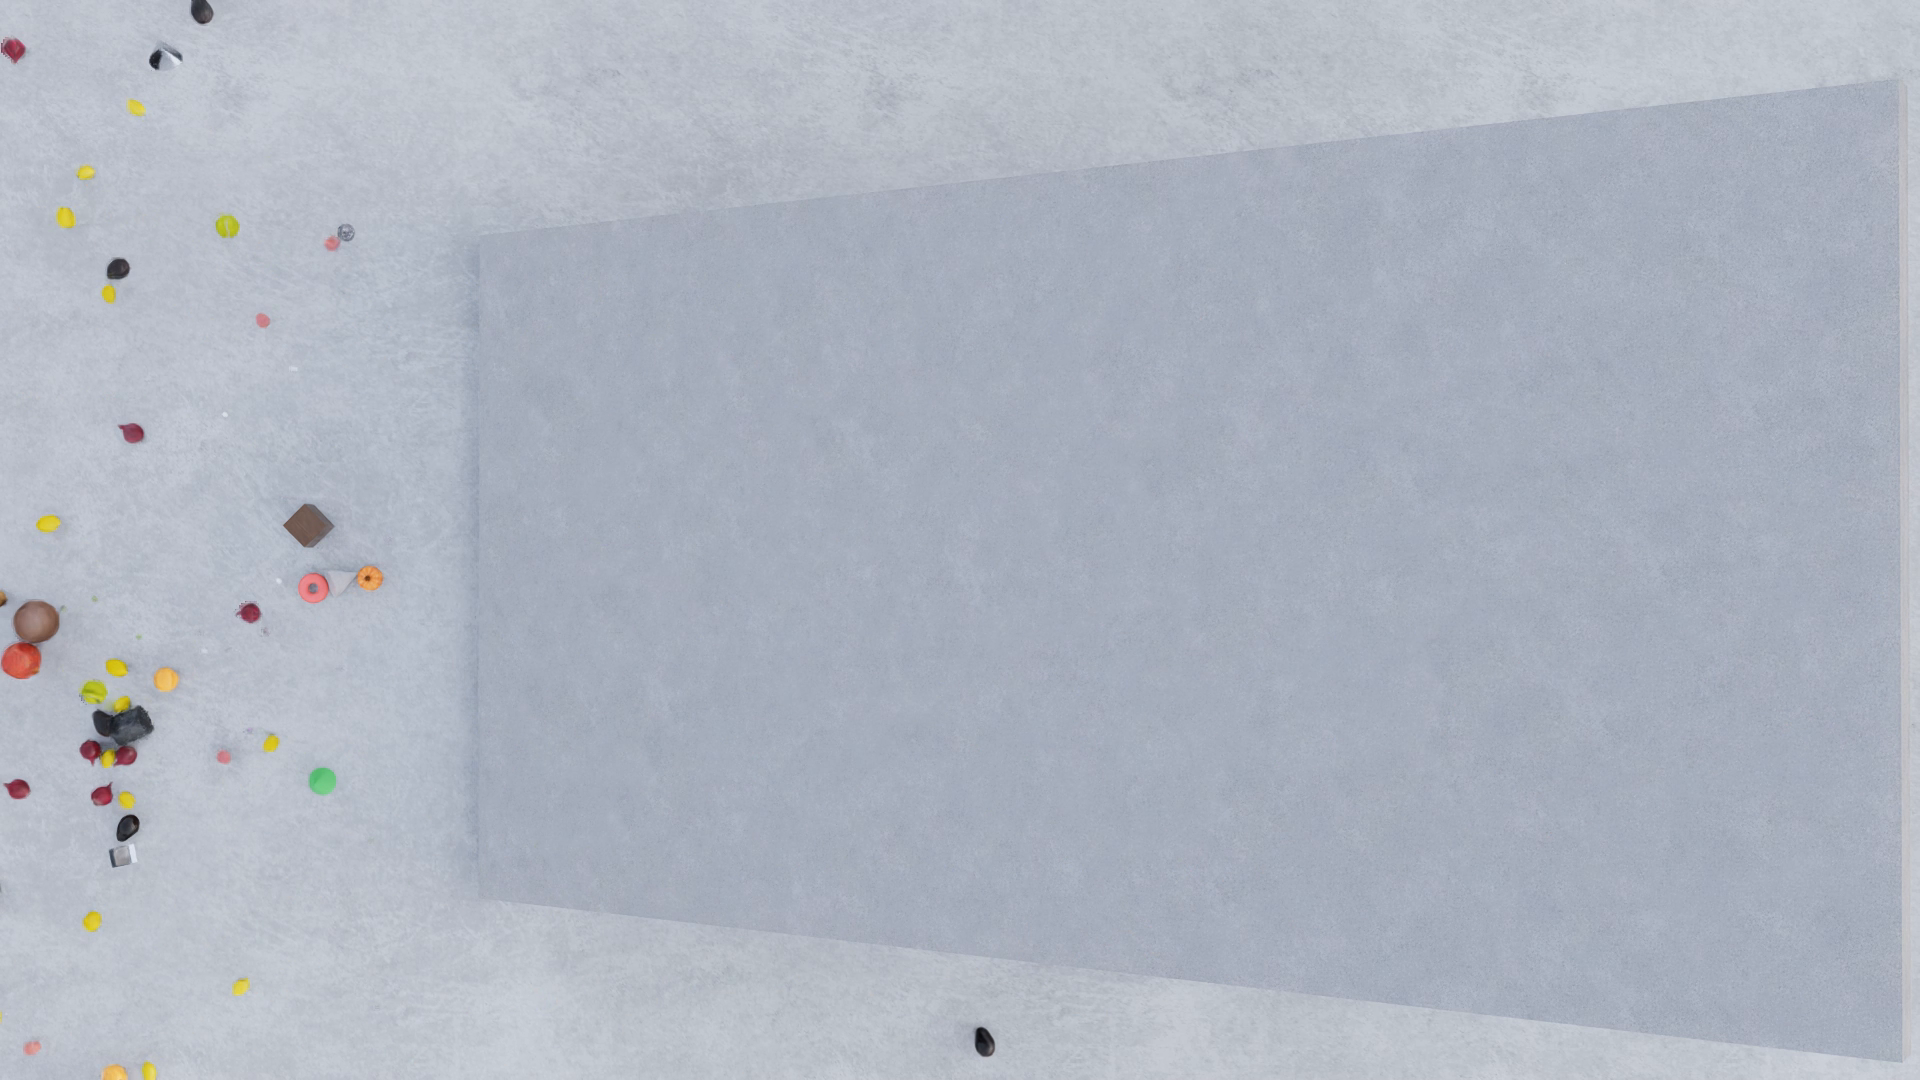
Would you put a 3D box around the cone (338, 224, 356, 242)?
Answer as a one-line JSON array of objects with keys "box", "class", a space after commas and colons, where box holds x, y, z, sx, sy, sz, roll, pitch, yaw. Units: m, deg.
[{"box": [-1.878, -0.941, 6.700, 0.055, 0.055, 0.055, 0, 90, 0], "class": "cone"}]

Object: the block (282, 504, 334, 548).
[{"box": [-1.976, -0.043, 6.673, 0.093, 0.093, 0.093, -44, 90, 0], "class": "block"}]

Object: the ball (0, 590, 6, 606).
[{"box": [-2.931, 0.178, 6.690, 0.056, 0.056, 0.056, 0, 90, 0], "class": "ball"}]

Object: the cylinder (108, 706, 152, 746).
[{"box": [-2.515, 0.563, 6.668, 0.093, 0.093, 0.093, -23, 90, 0], "class": "cylinder"}]

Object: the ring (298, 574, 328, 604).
[{"box": [-1.971, 0.147, 6.703, 0.093, 0.031, 0.093, 0, 90, 1], "class": "ring"}]

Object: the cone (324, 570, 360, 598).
[{"box": [-1.872, 0.116, 6.697, 0.094, 0.094, 0.094, -23, 89, -27], "class": "cone"}]

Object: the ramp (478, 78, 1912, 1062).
[{"box": [0.257, 0.071, 5.594, 4.000, 0.100, 2.000, 0, 89, 33], "class": "ramp"}]

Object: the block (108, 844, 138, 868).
[{"box": [-2.544, 0.960, 6.683, 0.056, 0.056, 0.056, -11, 90, 0], "class": "block"}]

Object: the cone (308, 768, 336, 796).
[{"box": [-1.946, 0.736, 6.671, 0.085, 0.085, 0.085, 0, 90, 0], "class": "cone"}]
